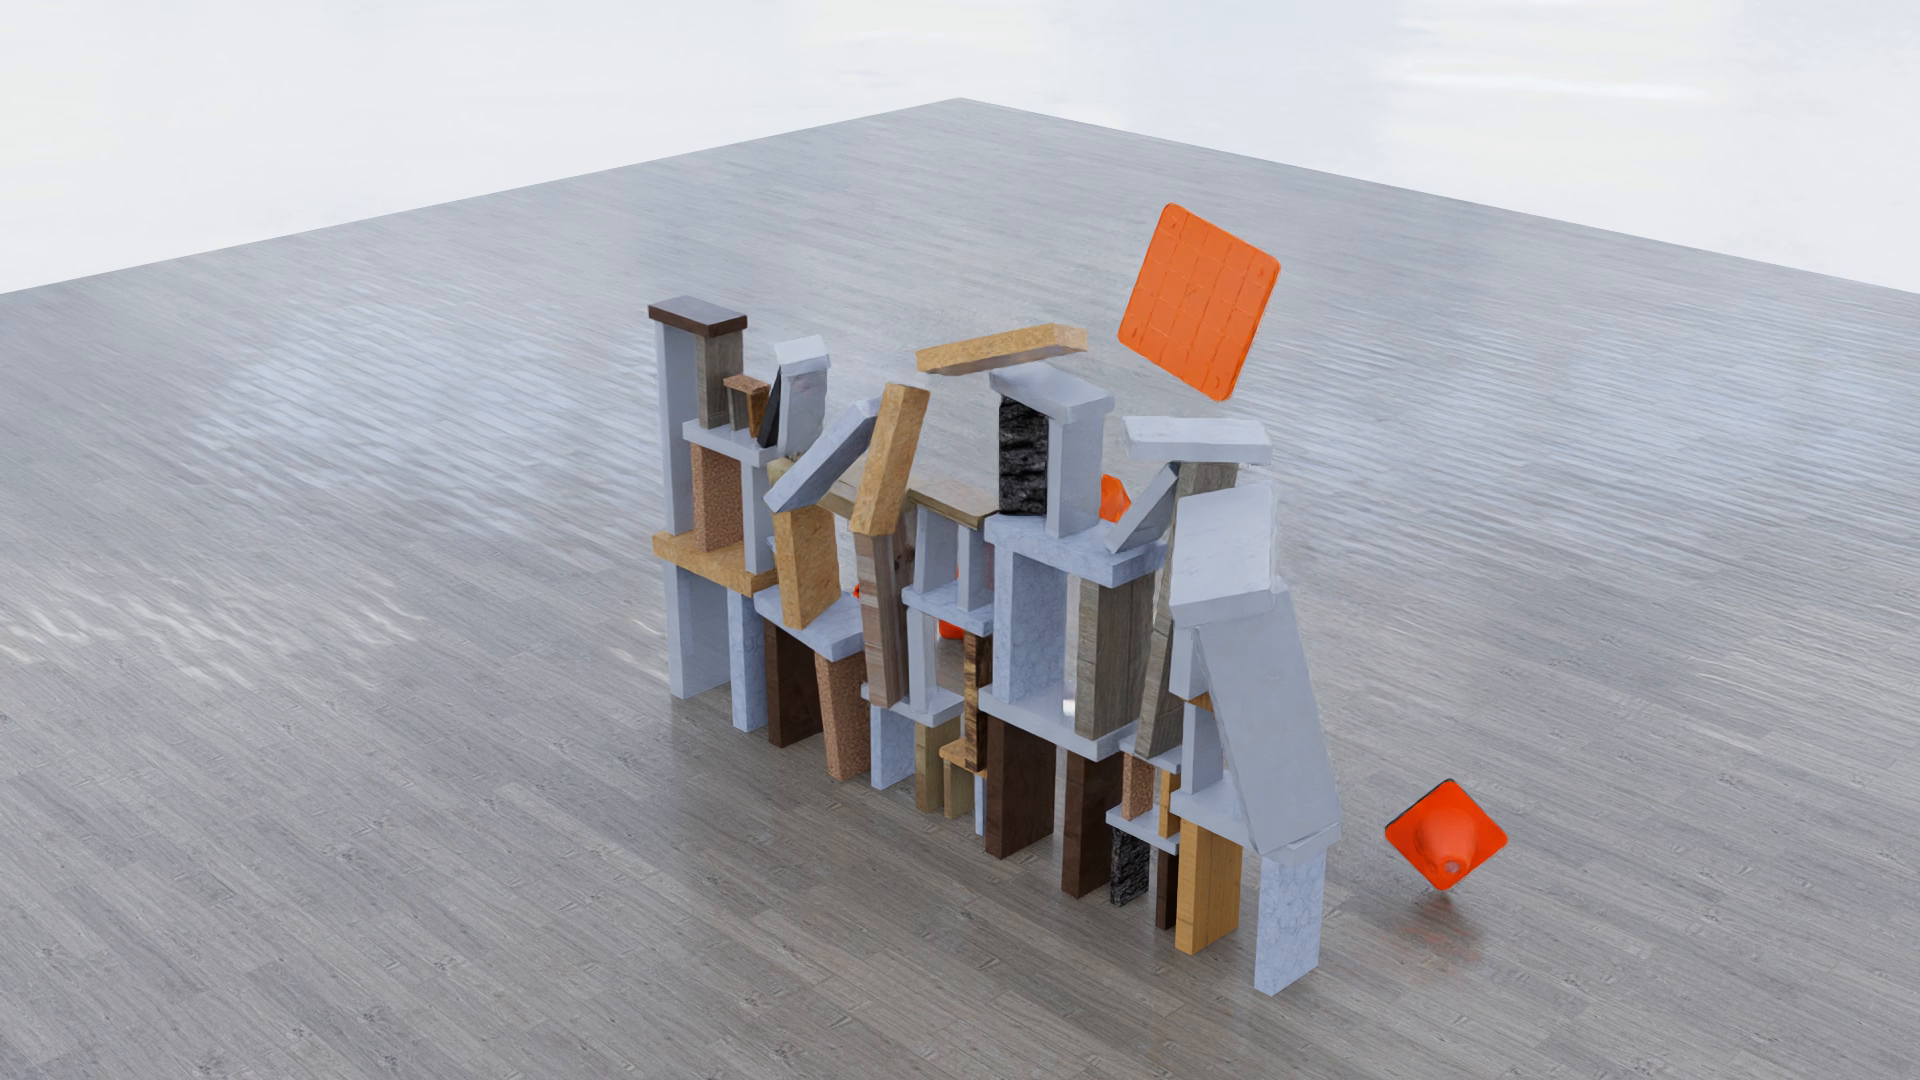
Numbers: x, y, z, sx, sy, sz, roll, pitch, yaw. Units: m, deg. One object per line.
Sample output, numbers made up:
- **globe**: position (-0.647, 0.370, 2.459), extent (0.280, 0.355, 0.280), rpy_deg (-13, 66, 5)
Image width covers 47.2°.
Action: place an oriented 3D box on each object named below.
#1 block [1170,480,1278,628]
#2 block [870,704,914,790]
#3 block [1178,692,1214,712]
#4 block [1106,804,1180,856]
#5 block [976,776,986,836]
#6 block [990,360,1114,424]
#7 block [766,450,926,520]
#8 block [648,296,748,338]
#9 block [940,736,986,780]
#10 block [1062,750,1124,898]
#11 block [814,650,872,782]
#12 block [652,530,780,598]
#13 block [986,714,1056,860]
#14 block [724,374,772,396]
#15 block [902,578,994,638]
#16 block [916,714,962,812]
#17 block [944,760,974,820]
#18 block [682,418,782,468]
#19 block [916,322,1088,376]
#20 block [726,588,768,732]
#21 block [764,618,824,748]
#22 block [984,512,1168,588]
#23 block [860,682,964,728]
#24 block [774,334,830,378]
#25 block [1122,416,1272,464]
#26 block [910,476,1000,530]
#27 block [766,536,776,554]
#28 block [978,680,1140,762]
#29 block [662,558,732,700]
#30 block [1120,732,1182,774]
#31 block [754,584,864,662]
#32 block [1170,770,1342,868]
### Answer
- **block**: position (0.427, 0.020, 3.542), extent (0.158, 0.045, 0.315), rpy_deg (-11, 31, 15)
- **block**: position (-0.139, 0.406, 4.545), extent (0.029, 0.202, 0.101), rpy_deg (20, 30, 38)
- **block**: position (0.478, 0.278, 3.823), extent (0.178, 0.025, 0.089), rpy_deg (20, 31, 40)
- **block**: position (0.360, 0.527, 4.061), extent (0.084, 0.024, 0.167), rpy_deg (-21, 31, -41)
- **block**: position (0.061, 0.516, 4.374), extent (0.067, 0.133, 0.019), rpy_deg (-22, 31, -40)
- **block**: position (0.165, -0.268, 3.970), extent (0.111, 0.031, 0.221), rpy_deg (-17, 30, -33)
- **block**: position (-0.221, -0.113, 4.306), extent (0.153, 0.043, 0.307), rpy_deg (-26, 35, -36)
- **block**: position (-0.551, -0.469, 4.617), extent (0.102, 0.029, 0.204), rpy_deg (-21, 31, -40)
- **block**: position (0.029, 0.434, 4.373), extent (0.067, 0.019, 0.133), rpy_deg (-21, 31, -40)
- **block**: position (0.264, 0.513, 4.161), extent (0.043, 0.302, 0.151), rpy_deg (22, 30, 40)
- **block**: position (-0.214, 0.338, 4.563), extent (0.149, 0.299, 0.042), rpy_deg (-24, 32, -33)
- **block**: position (-0.499, 0.033, 4.778), extent (0.330, 0.047, 0.165), rpy_deg (21, 31, 40)
- **block**: position (0.120, 0.458, 4.292), extent (0.043, 0.302, 0.151), rpy_deg (22, 31, 40)
- **block**: position (-0.442, -0.323, 4.572), extent (0.095, 0.013, 0.047), rpy_deg (21, 31, 40)
- **block**: position (0.005, 0.124, 4.268), extent (0.222, 0.031, 0.111), rpy_deg (21, 32, 40)
- **block**: position (-0.044, 0.443, 4.458), extent (0.029, 0.202, 0.101), rpy_deg (21, 31, 41)
- **block**: position (-0.002, 0.491, 4.432), extent (0.019, 0.133, 0.067), rpy_deg (21, 31, 41)
- **block**: position (-0.456, -0.215, 4.622), extent (0.248, 0.035, 0.124), rpy_deg (21, 31, 40)
- **block**: position (0.075, -0.338, 3.927), extent (0.274, 0.039, 0.137), rpy_deg (-9, -4, 28)
- **block**: position (-0.421, 0.237, 4.779), extent (0.047, 0.330, 0.165), rpy_deg (21, 31, 41)
- **block**: position (-0.344, 0.283, 4.711), extent (0.149, 0.299, 0.042), rpy_deg (-20, 30, -39)
- **block**: position (0.210, 0.002, 4.011), extent (0.312, 0.044, 0.156), rpy_deg (21, 30, 40)
- **block**: position (-0.094, 0.320, 4.455), extent (0.202, 0.029, 0.101), rpy_deg (20, 30, 38)
- **block**: position (-0.310, -0.362, 4.320), extent (0.094, 0.027, 0.187), rpy_deg (-13, 19, -5)
- **block**: position (0.397, -0.170, 3.715), extent (0.236, 0.033, 0.118), rpy_deg (2, 24, -3)
- **block**: position (0.001, -0.071, 4.173), extent (0.093, 0.026, 0.186), rpy_deg (-21, 32, -39)
- **block**: position (-0.365, 0.014, 4.578), extent (0.048, 0.014, 0.095), rpy_deg (-14, 28, -18)
- **block**: position (0.196, 0.326, 4.160), extent (0.302, 0.043, 0.151), rpy_deg (21, 30, 40)
- **block**: position (-0.577, 0.176, 4.922), extent (0.165, 0.330, 0.047), rpy_deg (-21, 31, -41)
- **block**: position (0.362, 0.384, 3.995), extent (0.067, 0.019, 0.134), rpy_deg (-19, 30, -41)
- **block**: position (-0.285, 0.155, 4.559), extent (0.149, 0.042, 0.299), rpy_deg (-22, 31, -30)
- **block**: position (0.518, 0.486, 3.869), extent (0.136, 0.039, 0.272), rpy_deg (-21, 31, -41)
